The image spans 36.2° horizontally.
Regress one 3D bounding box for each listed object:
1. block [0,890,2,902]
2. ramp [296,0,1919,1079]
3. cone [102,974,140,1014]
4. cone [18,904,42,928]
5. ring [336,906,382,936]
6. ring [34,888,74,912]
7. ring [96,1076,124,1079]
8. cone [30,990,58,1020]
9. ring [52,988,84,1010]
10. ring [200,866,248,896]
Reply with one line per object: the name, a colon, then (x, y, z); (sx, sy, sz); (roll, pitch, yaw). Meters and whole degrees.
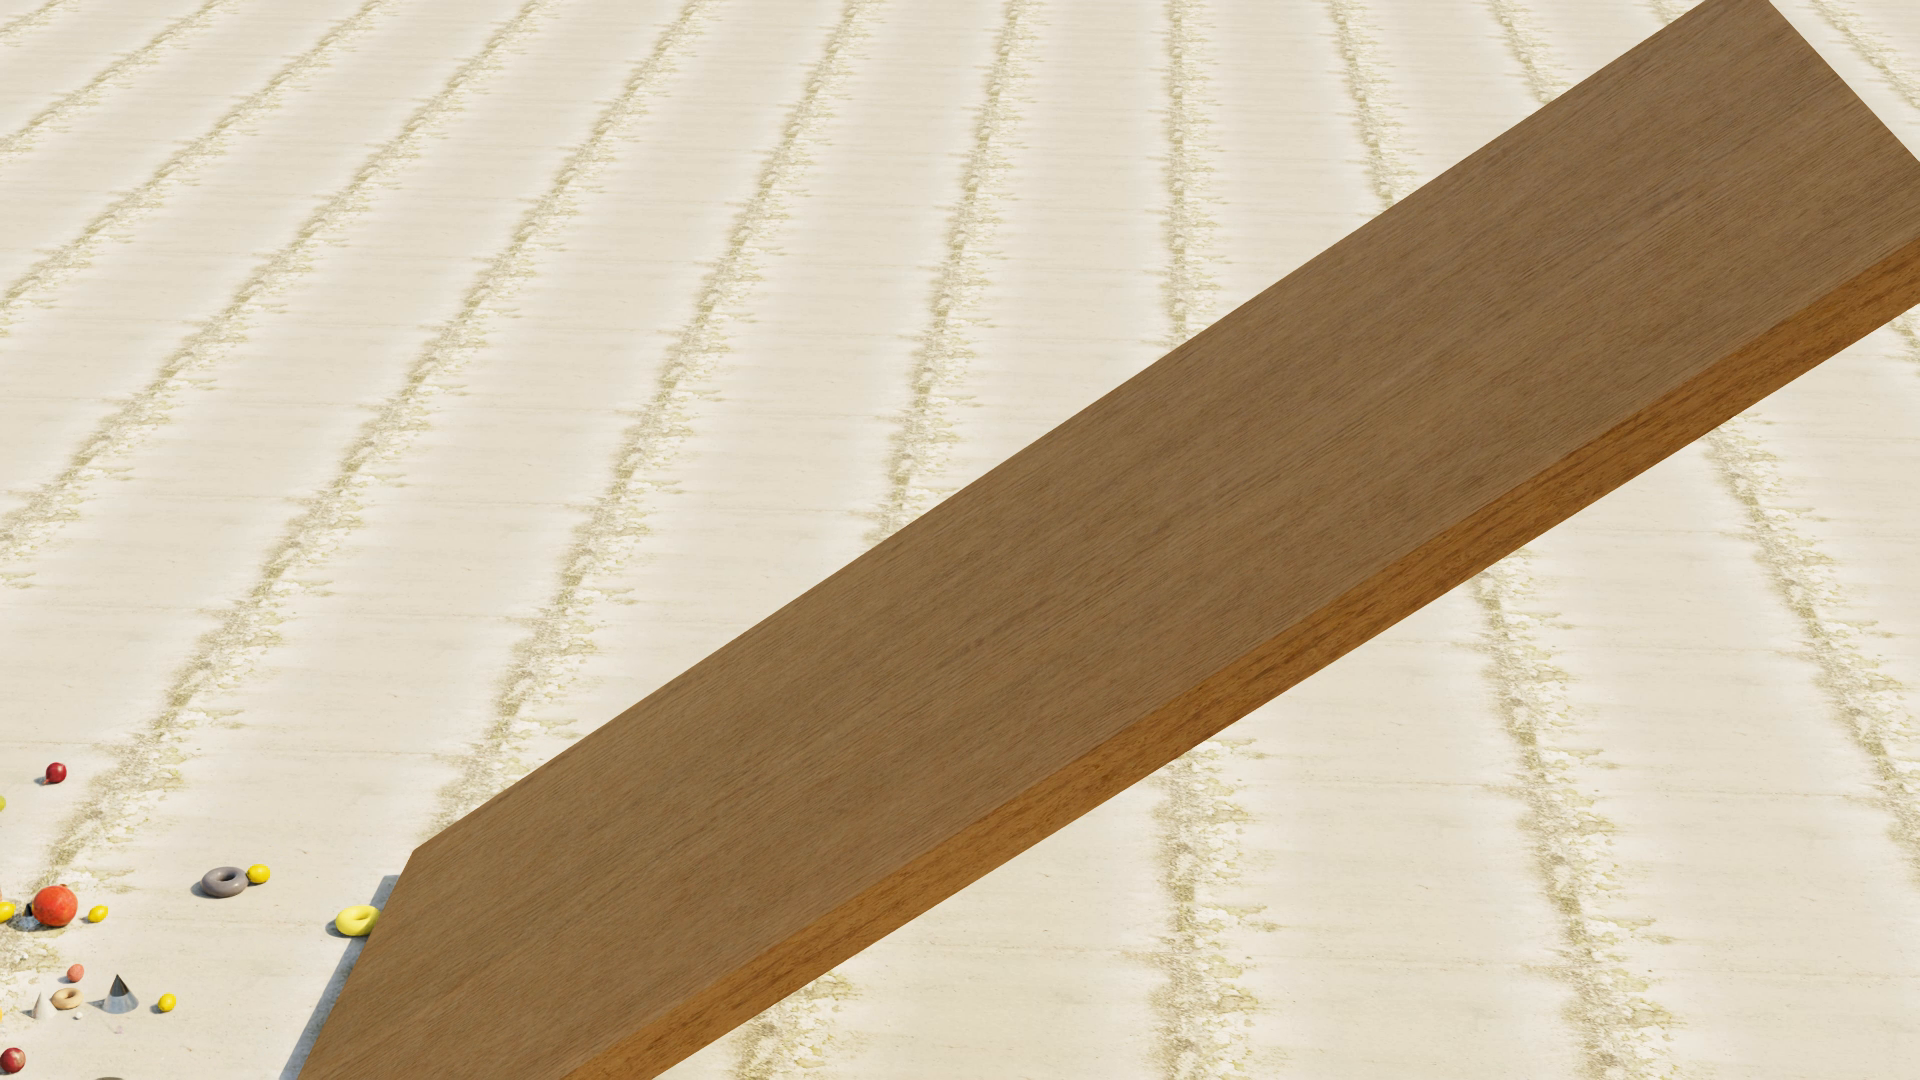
block: (-2.528, 0.925, 7.643); (0.054, 0.054, 0.054); (2, 22, 4)
ramp: (0.133, 0.176, 6.312); (4.000, 0.100, 2.000); (-33, 16, 16)
cone: (-2.051, 1.095, 7.171); (0.088, 0.088, 0.088); (0, 22, 0)
cone: (-2.394, 0.957, 7.560); (0.056, 0.056, 0.056); (0, 22, 0)
ring: (-1.538, 0.975, 7.535); (0.121, 0.040, 0.121); (1, 21, -1)
ring: (-2.354, 0.936, 7.641); (0.101, 0.034, 0.101); (1, 21, 0)
ring: (-1.969, 1.279, 6.776); (0.125, 0.042, 0.125); (1, 21, 0)
cone: (-2.228, 1.121, 7.140); (0.063, 0.063, 0.063); (0, 22, 0)
ring: (-2.183, 1.121, 7.192); (0.077, 0.026, 0.077); (1, 23, 0)
ring: (-1.932, 0.898, 7.729); (0.124, 0.041, 0.124); (1, 22, 0)
